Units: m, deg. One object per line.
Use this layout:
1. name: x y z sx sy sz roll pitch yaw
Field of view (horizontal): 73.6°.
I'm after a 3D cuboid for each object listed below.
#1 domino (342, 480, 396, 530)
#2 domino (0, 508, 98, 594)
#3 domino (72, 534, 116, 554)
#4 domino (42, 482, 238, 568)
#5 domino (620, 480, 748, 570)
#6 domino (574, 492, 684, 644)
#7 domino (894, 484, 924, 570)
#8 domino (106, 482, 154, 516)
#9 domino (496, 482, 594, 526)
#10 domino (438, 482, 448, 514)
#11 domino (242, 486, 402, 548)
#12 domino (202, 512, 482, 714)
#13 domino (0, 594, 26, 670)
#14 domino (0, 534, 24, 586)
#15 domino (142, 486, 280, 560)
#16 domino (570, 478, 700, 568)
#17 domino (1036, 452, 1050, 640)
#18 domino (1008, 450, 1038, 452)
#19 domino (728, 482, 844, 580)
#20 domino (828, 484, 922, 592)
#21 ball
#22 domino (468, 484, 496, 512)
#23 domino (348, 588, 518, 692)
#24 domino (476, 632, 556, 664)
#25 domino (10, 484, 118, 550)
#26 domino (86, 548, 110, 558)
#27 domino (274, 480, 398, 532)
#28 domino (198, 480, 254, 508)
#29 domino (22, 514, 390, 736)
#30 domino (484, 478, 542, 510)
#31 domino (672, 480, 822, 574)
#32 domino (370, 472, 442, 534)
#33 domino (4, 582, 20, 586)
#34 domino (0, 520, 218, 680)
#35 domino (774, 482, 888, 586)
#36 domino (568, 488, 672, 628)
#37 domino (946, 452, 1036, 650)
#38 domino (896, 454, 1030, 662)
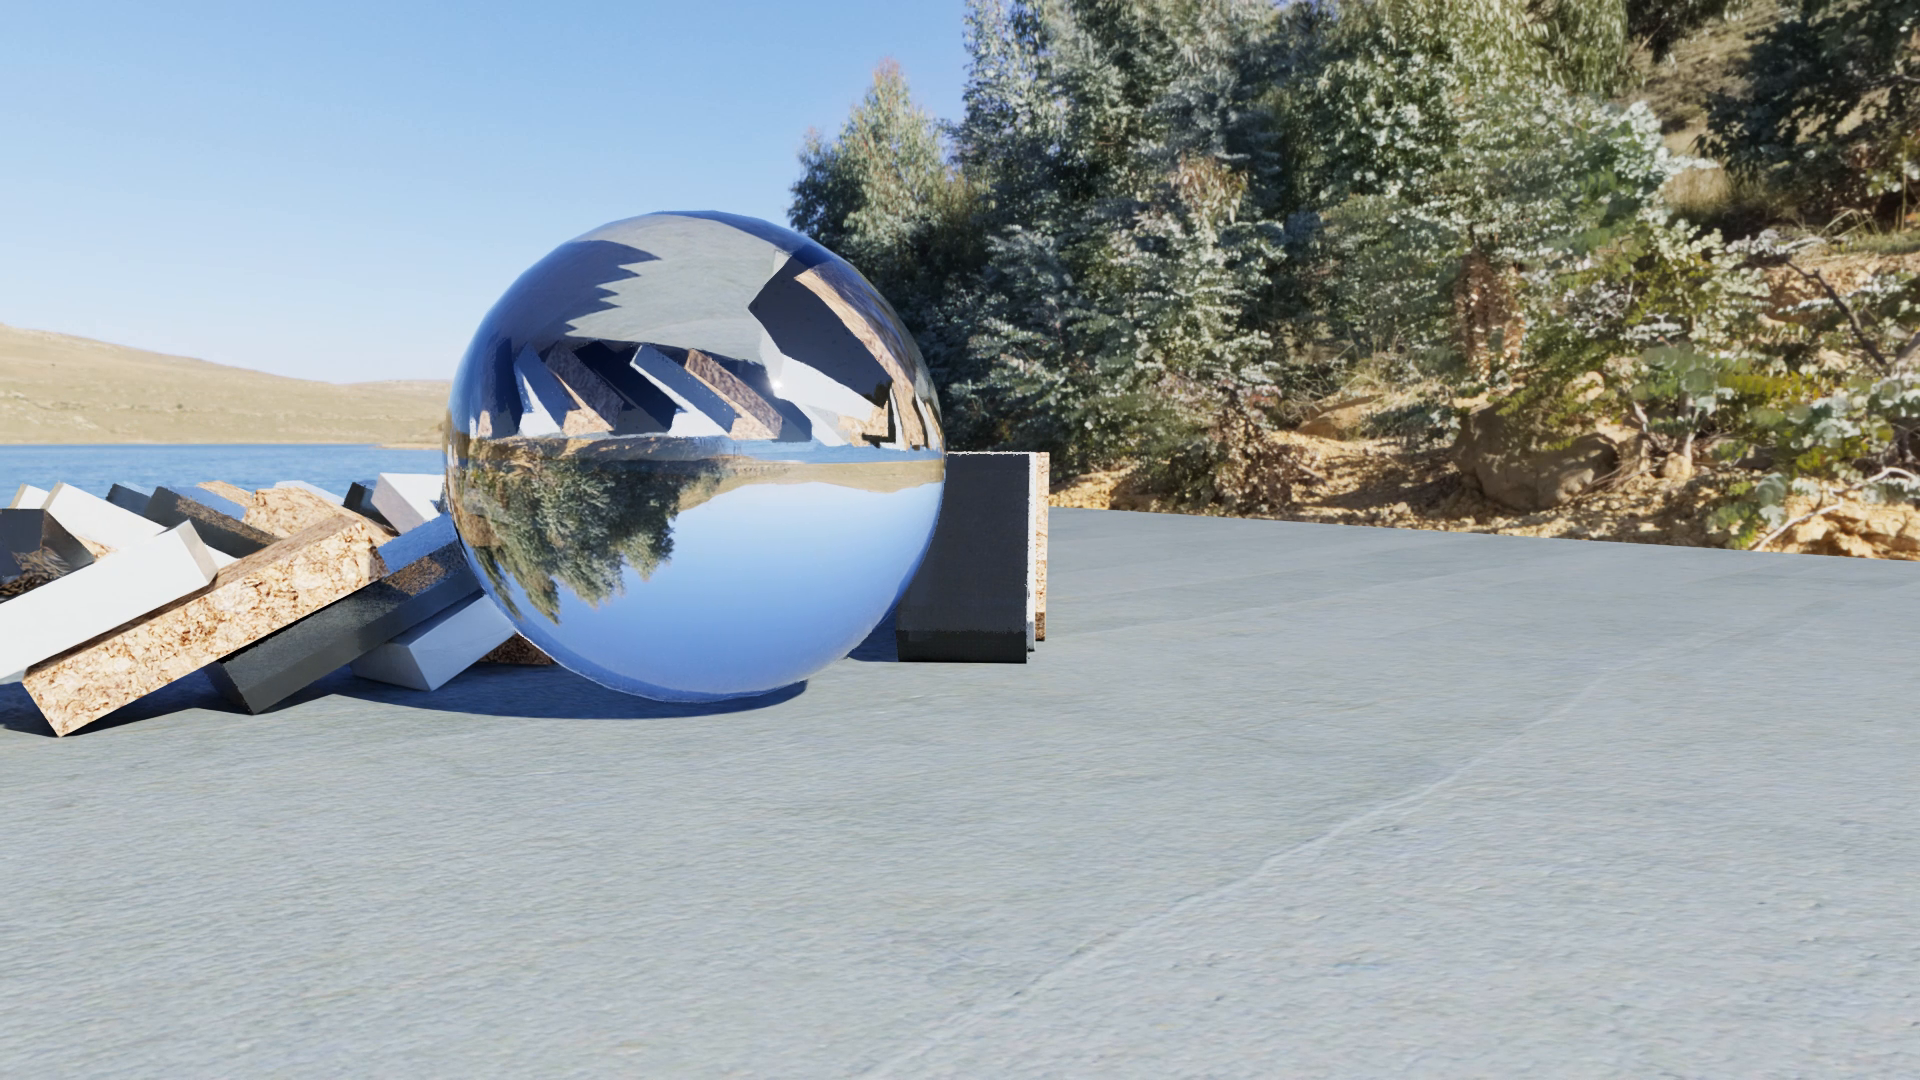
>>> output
1. domino: -0.190 -0.007 0.458 0.050 0.009 0.025 24 2 -6
2. domino: -0.208 0.007 0.283 0.025 0.009 0.050 -1 -20 -17
3. domino: -0.290 -0.002 0.395 0.025 0.009 0.050 4 -19 44
4. domino: -0.212 0.001 0.337 0.050 0.009 0.025 33 -17 -35
5. domino: -0.094 -0.006 0.450 0.050 0.009 0.025 30 19 27
6. domino: -0.083 0.005 0.292 0.025 0.009 0.050 1 30 7
7. domino: -0.002 0.000 0.370 0.025 0.009 0.050 -1 30 -14
8. domino: -0.257 -0.005 0.432 0.050 0.009 0.025 26 -7 -24
9. domino: -0.104 0.001 0.337 0.025 0.010 0.050 -2 33 -30
10. domino: -0.122 0.000 0.353 0.025 0.009 0.050 -3 34 -43
11. domino: -0.169 0.001 0.359 0.050 0.010 0.025 25 3 -5
12. domino: -0.104 0.011 0.223 0.050 0.009 0.025 -35 25 -34
13. domino: -0.196 0.018 0.260 0.025 0.010 0.050 -2 5 -21
14. domino: -0.164 0.013 0.179 0.050 0.010 0.025 -27 4 5
15. domino: -0.195 0.000 0.357 0.050 0.010 0.025 25 -2 -8
16. domino: -0.115 -0.007 0.460 0.050 0.009 0.025 30 18 25
17. domino: 0.007 0.000 0.292 0.025 0.010 0.050 1 46 4
18. domino: 0.007 -0.001 0.307 0.025 0.009 0.050 -1 46 3
19. domino: -0.053 -0.004 0.424 0.025 0.009 0.050 -4 30 -44
20. domino: -0.018 -0.002 0.391 0.025 0.009 0.050 -3 30 -31
21. ball: -0.042 -0.013 0.211 0.080 0.080 0.080 0 4 0
22. domino: -0.166 -0.007 0.462 0.050 0.009 0.025 25 5 1
23. domino: -0.089 0.009 0.243 0.025 0.009 0.050 4 31 36
24. domino: -0.085 0.007 0.269 0.025 0.010 0.050 1 30 15
25. domino: -0.275 -0.003 0.414 0.050 0.010 0.025 29 -15 -37
26. domino: -0.225 0.006 0.312 0.025 0.009 0.050 -3 -17 35
27. domino: -0.214 -0.006 0.452 0.050 0.010 0.025 24 -1 -11
28. domino: -0.236 -0.006 0.445 0.050 0.009 0.025 25 -3 -15
29. domino: -0.120 0.012 0.206 0.050 0.009 0.025 -31 20 -27
30. domino: -0.142 -0.007 0.462 0.050 0.009 0.025 27 9 8
31. domino: -0.073 -0.005 0.438 0.050 0.009 0.025 33 23 33
32. domino: -0.142 -0.002 0.365 0.050 0.010 0.025 37 20 28
33. domino: -0.302 0.000 0.373 0.025 0.009 0.050 3 -20 33
34. domino: -0.141 0.013 0.194 0.050 0.009 0.025 -29 16 -22
35. domino: -0.035 -0.003 0.408 0.025 0.009 0.050 -4 30 -40
36. domino: -0.087 0.003 0.316 0.025 0.010 0.050 0 31 -4
37. domino: 0.004 0.001 0.278 0.025 0.009 0.050 0 46 4
38. domino: 0.002 0.003 0.264 0.025 0.009 0.050 0 46 4
